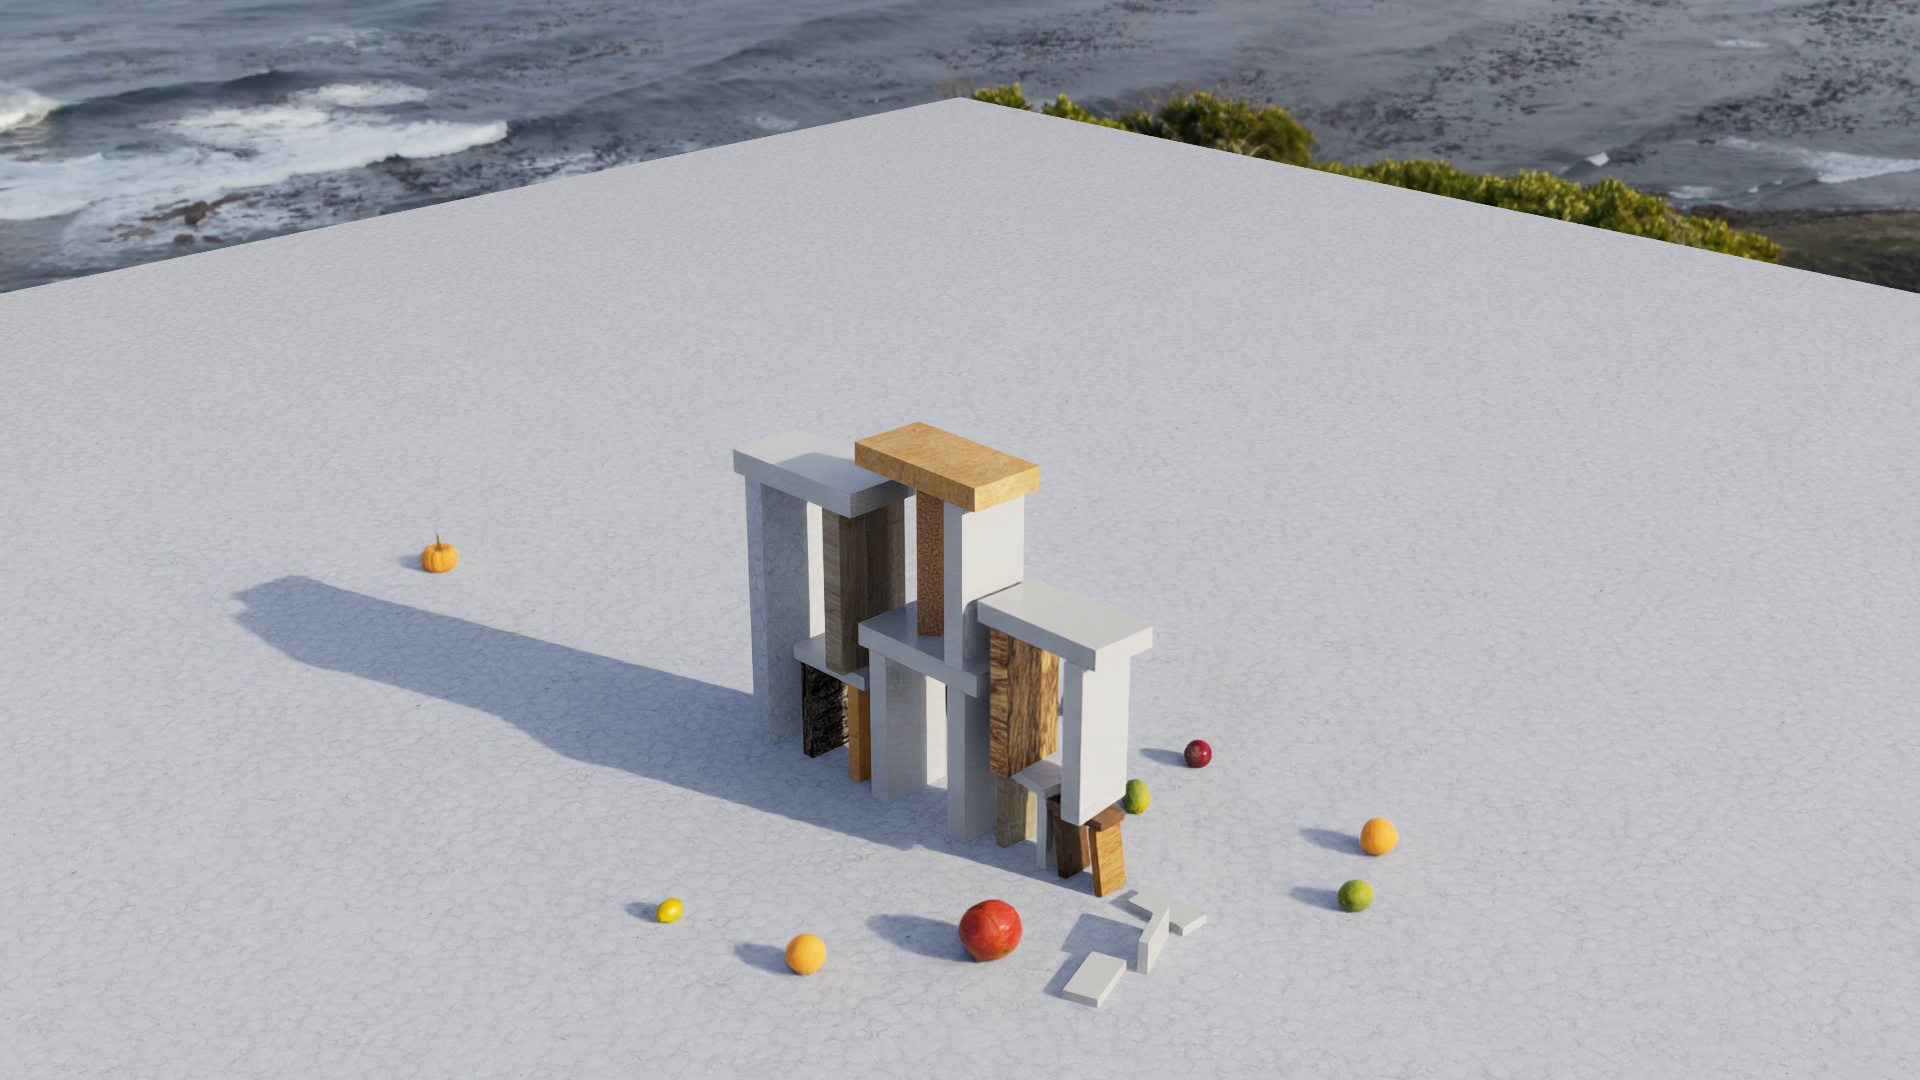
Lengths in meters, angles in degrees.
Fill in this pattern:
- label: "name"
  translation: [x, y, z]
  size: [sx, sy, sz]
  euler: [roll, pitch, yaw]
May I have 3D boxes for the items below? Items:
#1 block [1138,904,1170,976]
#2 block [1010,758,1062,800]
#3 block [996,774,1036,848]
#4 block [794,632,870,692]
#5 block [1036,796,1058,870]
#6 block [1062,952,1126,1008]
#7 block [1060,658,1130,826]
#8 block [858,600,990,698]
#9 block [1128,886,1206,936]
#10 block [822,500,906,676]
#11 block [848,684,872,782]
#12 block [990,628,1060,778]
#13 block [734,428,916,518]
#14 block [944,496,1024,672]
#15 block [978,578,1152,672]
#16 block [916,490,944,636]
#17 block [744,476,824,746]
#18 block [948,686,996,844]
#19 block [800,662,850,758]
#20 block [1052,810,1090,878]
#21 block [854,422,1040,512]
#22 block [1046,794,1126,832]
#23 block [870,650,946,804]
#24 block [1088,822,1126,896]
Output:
- label: "block"
  translation: [0.350, 0.721, 3.976]
  size: [0.019, 0.067, 0.134]
  euler: [9, 24, 19]
- label: "block"
  translation: [0.146, 0.449, 4.263]
  size: [0.080, 0.023, 0.160]
  euler: [-16, 27, -33]
- label: "block"
  translation: [0.110, 0.520, 4.330]
  size: [0.080, 0.160, 0.023]
  euler: [-17, 28, -35]
- label: "block"
  translation: [-0.233, 0.249, 4.575]
  size: [0.109, 0.031, 0.219]
  euler: [-21, 31, -40]
- label: "block"
  translation: [0.183, 0.550, 4.260]
  size: [0.023, 0.160, 0.080]
  euler: [19, 29, 37]
- label: "block"
  translation: [0.239, 0.779, 3.900]
  size: [0.067, 0.019, 0.134]
  euler: [11, 25, 24]
- label: "block"
  translation: [0.253, 0.353, 4.098]
  size: [0.043, 0.329, 0.152]
  euler: [17, 28, 35]
- label: "block"
  translation: [-0.027, 0.211, 4.350]
  size: [0.166, 0.047, 0.333]
  euler: [-21, 31, -40]
- label: "block"
  translation: [0.385, 0.693, 4.104]
  size: [0.134, 0.019, 0.067]
  euler: [21, 31, 40]
- label: "block"
  translation: [-0.193, 0.081, 4.474]
  size: [0.178, 0.356, 0.050]
  euler: [-21, 31, -40]
- label: "block"
  translation: [-0.180, 0.384, 4.576]
  size: [0.109, 0.219, 0.031]
  euler: [-21, 31, -40]
- label: "block"
  translation: [0.124, 0.289, 4.221]
  size: [0.043, 0.304, 0.152]
  euler: [19, 29, 38]
- label: "block"
  translation: [-0.278, -0.139, 4.472]
  size: [0.356, 0.050, 0.178]
  euler: [21, 31, 41]
- label: "block"
  translation: [0.046, 0.066, 4.199]
  size: [0.048, 0.338, 0.169]
  euler: [21, 31, 40]
- label: "block"
  translation: [0.193, 0.156, 4.090]
  size: [0.152, 0.043, 0.304]
  euler: [-20, 30, -39]
- label: "block"
  translation: [-0.048, 0.002, 4.351]
  size: [0.048, 0.337, 0.169]
  euler: [3, 23, 8]
- label: "block"
  translation: [-0.361, 0.130, 4.677]
  size: [0.050, 0.606, 0.178]
  euler: [21, 31, 41]
- label: "block"
  translation: [0.051, 0.417, 4.351]
  size: [0.166, 0.333, 0.047]
  euler: [-21, 31, -40]
- label: "block"
  translation: [-0.284, 0.344, 4.671]
  size: [0.031, 0.219, 0.109]
  euler: [21, 31, 41]
- label: "block"
  translation: [0.214, 0.574, 4.230]
  size: [0.069, 0.139, 0.020]
  euler: [-21, 22, -41]
- label: "block"
  translation: [-0.027, -0.142, 4.198]
  size: [0.169, 0.048, 0.338]
  euler: [-20, 30, -39]
- label: "block"
  translation: [0.238, 0.510, 4.176]
  size: [0.139, 0.020, 0.069]
  euler: [21, 30, 40]
- label: "block"
  translation: [-0.106, 0.356, 4.496]
  size: [0.047, 0.333, 0.166]
  euler: [21, 31, 41]
- label: "block"
  translation: [0.279, 0.599, 4.169]
  size: [0.020, 0.139, 0.069]
  euler: [10, 24, 44]
